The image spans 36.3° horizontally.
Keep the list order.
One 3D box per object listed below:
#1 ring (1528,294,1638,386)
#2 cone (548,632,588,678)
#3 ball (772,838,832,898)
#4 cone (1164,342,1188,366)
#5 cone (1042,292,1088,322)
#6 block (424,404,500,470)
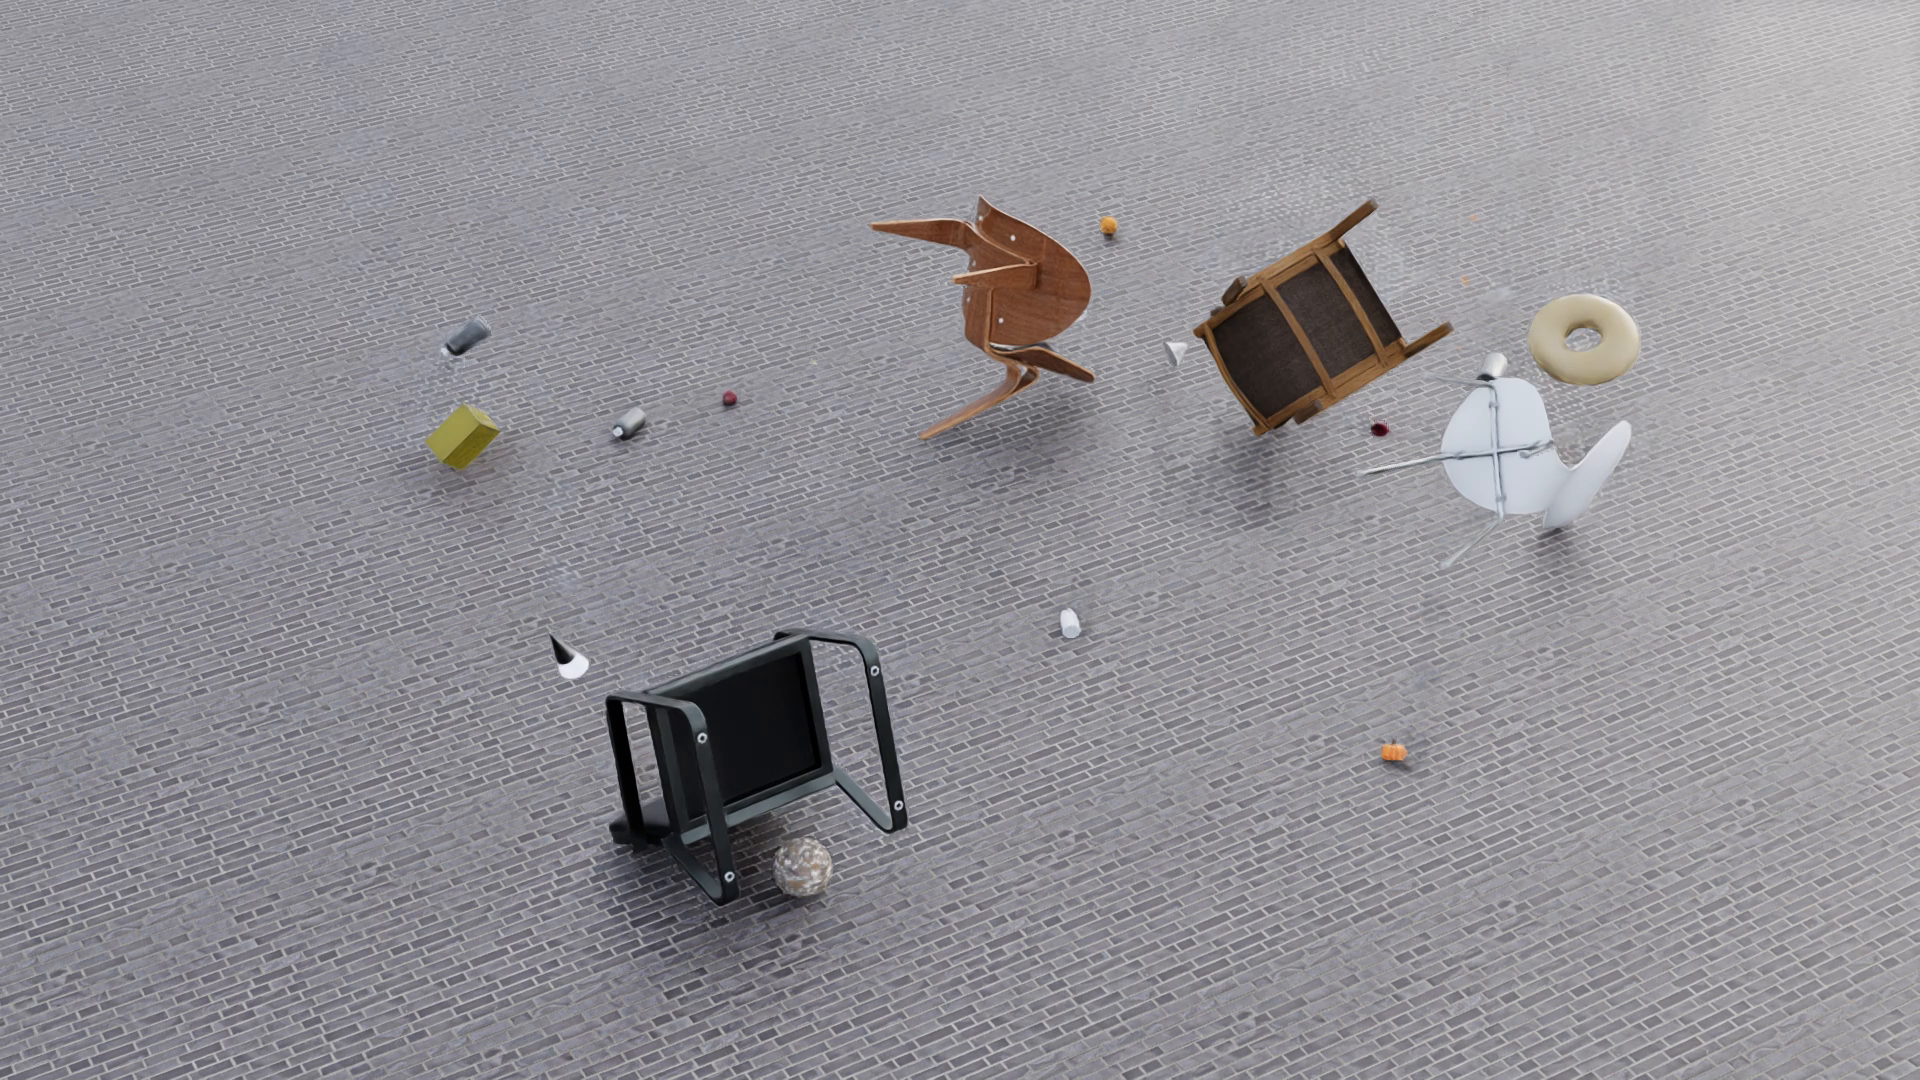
[{"bbox_3d":[2.265,-0.728,10.659,0.361,0.115,0.451,-45,47,-5],"label":"ring"},{"bbox_3d":[-1.262,0.346,9.283,0.111,0.182,0.094,22,63,38],"label":"cone"},{"bbox_3d":[-0.496,1.029,9.212,0.188,0.188,0.188,0,33,0],"label":"ball"},{"bbox_3d":[0.896,-0.780,11.962,0.087,0.177,0.104,-32,71,-4],"label":"cone"},{"bbox_3d":[0.475,-0.922,12.009,0.239,0.103,0.197,27,0,36],"label":"cone"},{"bbox_3d":[-1.911,-0.399,11.278,0.112,0.212,0.181,49,8,17],"label":"block"}]
